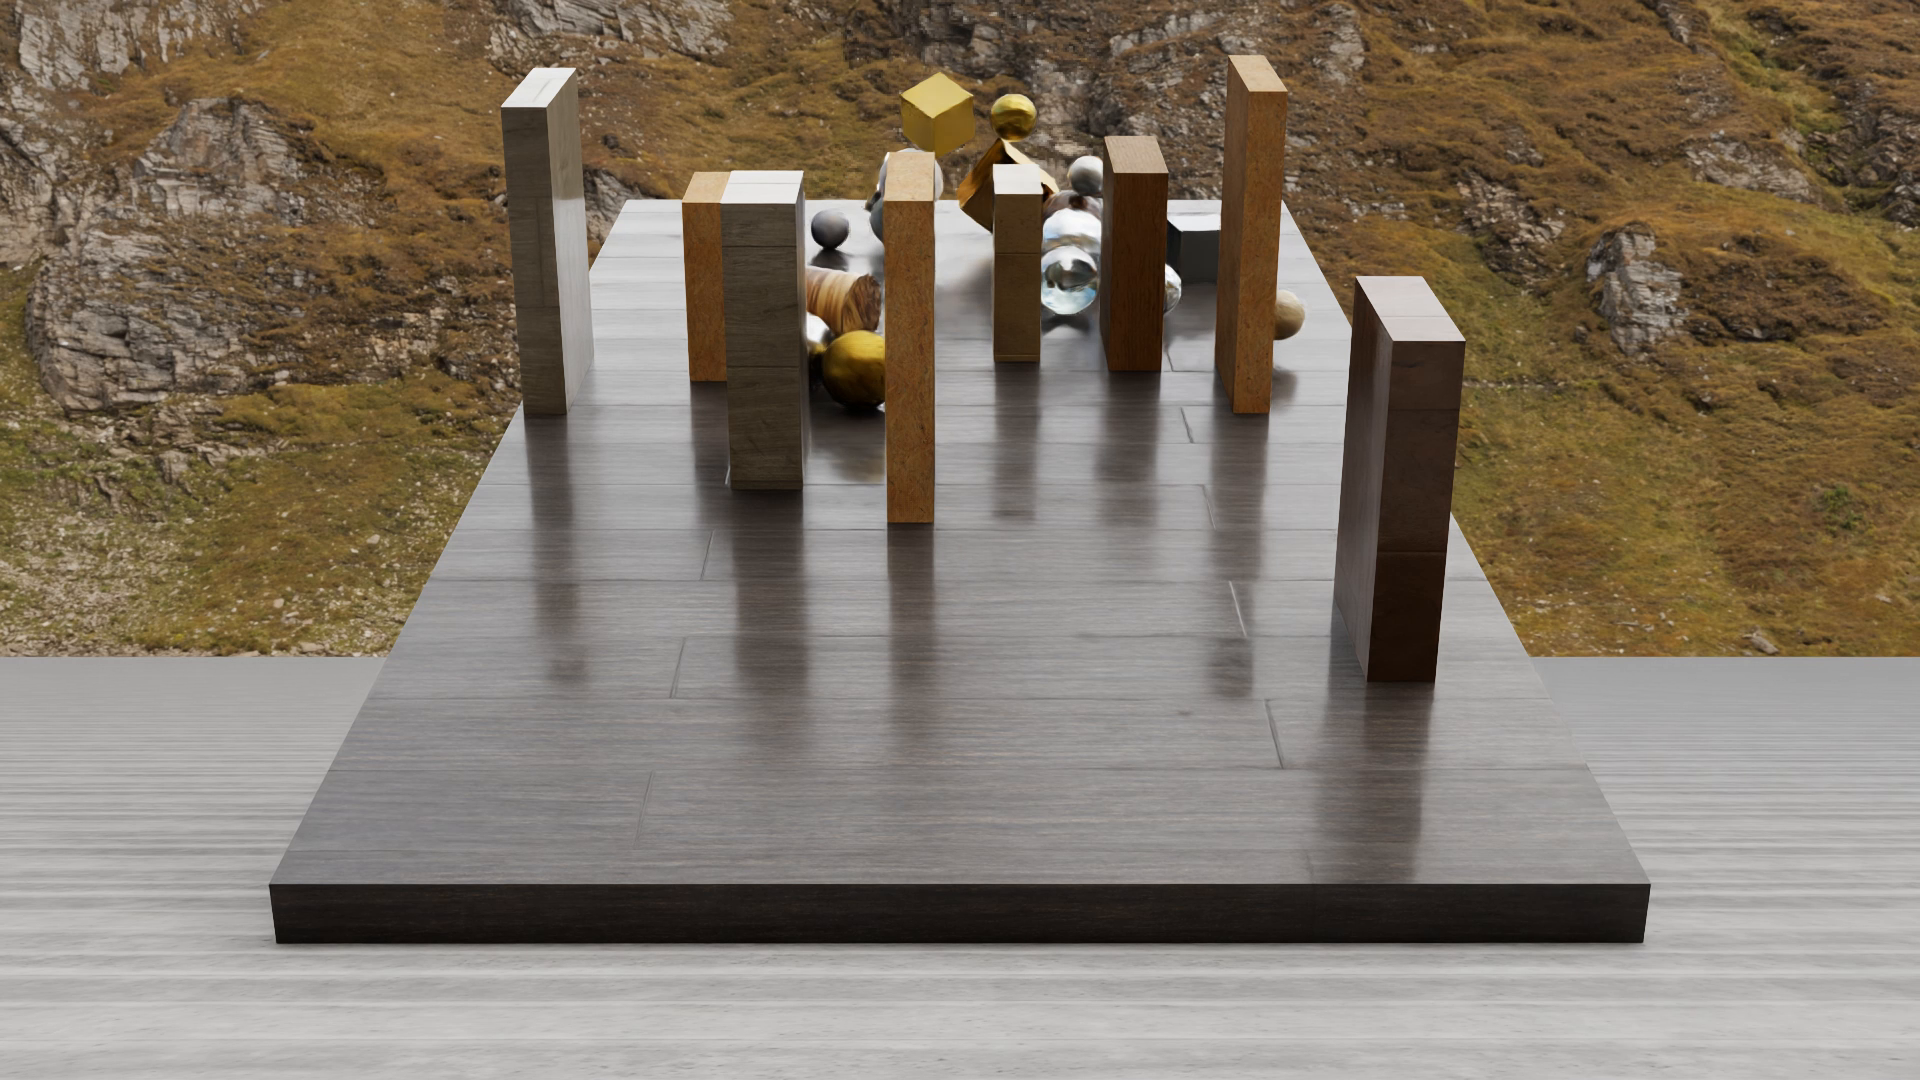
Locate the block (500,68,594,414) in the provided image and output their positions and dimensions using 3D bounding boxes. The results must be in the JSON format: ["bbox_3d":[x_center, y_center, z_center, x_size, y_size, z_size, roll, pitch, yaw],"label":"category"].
[{"bbox_3d":[-0.938,-0.689,5.276,0.098,0.698,0.431,0,23,0],"label":"block"}]

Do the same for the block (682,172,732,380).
[{"bbox_3d":[-0.565,-0.630,5.486,0.145,0.429,0.295,0,23,0],"label":"block"}]

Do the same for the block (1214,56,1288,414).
[{"bbox_3d":[0.661,-0.704,5.276,0.083,0.731,0.407,0,23,0],"label":"block"}]

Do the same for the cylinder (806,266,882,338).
[{"bbox_3d":[-0.321,-0.571,5.659,0.186,0.186,0.186,12,3,26],"label":"cylinder"}]

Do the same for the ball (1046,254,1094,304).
[{"bbox_3d":[0.285,-0.677,5.988,0.127,0.127,0.127,0,-3,0],"label":"ball"}]

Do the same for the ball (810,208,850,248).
[{"bbox_3d":[-0.367,-0.878,6.500,0.111,0.111,0.111,0,-3,0],"label":"ball"}]

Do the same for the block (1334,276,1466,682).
[{"bbox_3d":[0.756,-0.111,4.006,0.117,0.611,0.374,0,23,0],"label":"block"}]

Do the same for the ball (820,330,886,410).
[{"bbox_3d":[-0.225,-0.385,5.223,0.180,0.180,0.180,0,-3,0],"label":"ball"}]

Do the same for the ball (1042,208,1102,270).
[{"bbox_3d":[0.297,-0.785,6.158,0.203,0.203,0.203,0,-3,0],"label":"ball"}]

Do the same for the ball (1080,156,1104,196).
[{"bbox_3d":[0.362,-1.020,6.464,0.117,0.117,0.117,0,-3,0],"label":"ball"}]

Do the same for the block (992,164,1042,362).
[{"bbox_3d":[0.137,-0.678,5.626,0.113,0.413,0.290,0,23,0],"label":"block"}]

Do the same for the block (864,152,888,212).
[{"bbox_3d":[-0.183,-1.011,6.640,0.130,0.130,0.130,20,-24,-12],"label":"block"}]

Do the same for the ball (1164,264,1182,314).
[{"bbox_3d":[0.502,-0.644,5.910,0.134,0.134,0.134,0,-3,0],"label":"ball"}]

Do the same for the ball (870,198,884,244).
[{"bbox_3d":[-0.180,-0.904,6.512,0.150,0.150,0.150,0,-3,0],"label":"ball"}]

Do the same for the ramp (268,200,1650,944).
[{"bbox_3d":[-0.007,-0.224,5.200,2.000,0.100,4.000,0,23,0],"label":"ramp"}]

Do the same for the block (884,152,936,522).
[{"bbox_3d":[-0.099,-0.415,4.675,0.094,0.657,0.401,0,23,0],"label":"block"}]

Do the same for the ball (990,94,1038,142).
[{"bbox_3d":[0.151,-1.190,6.494,0.135,0.135,0.135,0,-3,0],"label":"ball"}]

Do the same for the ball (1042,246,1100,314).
[{"bbox_3d":[0.269,-0.657,5.840,0.173,0.173,0.173,0,-3,0],"label":"ball"}]

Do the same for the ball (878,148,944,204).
[{"bbox_3d":[-0.135,-0.986,6.346,0.180,0.180,0.180,0,-3,0],"label":"ball"}]

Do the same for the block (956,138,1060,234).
[{"bbox_3d":[0.135,-0.976,6.500,0.201,0.201,0.201,36,17,-18],"label":"block"}]

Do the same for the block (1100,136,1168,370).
[{"bbox_3d":[0.418,-0.701,5.595,0.126,0.480,0.386,0,23,0],"label":"block"}]

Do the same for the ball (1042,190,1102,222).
[{"bbox_3d":[0.304,-0.865,6.354,0.200,0.200,0.200,0,-3,0],"label":"ball"}]

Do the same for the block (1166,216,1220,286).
[{"bbox_3d":[0.645,-0.784,6.229,0.148,0.148,0.148,-4,23,-10],"label":"block"}]

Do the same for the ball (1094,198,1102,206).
[{"bbox_3d":[0.389,-0.900,6.496,0.129,0.129,0.129,0,-3,0],"label":"ball"}]

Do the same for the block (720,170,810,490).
[{"bbox_3d":[-0.400,-0.437,4.791,0.149,0.606,0.270,0,23,0],"label":"block"}]

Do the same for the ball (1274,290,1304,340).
[{"bbox_3d":[0.776,-0.547,5.605,0.124,0.124,0.124,0,-3,0],"label":"ball"}]

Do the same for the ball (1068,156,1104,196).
[{"bbox_3d":[0.347,-0.989,6.264,0.108,0.108,0.108,0,-3,0],"label":"ball"}]

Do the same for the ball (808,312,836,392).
[{"bbox_3d":[-0.377,-0.434,5.322,0.193,0.193,0.193,0,-3,0],"label":"ball"}]

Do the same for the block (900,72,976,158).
[{"bbox_3d":[-0.065,-1.240,6.735,0.151,0.151,0.151,-34,55,-22],"label":"block"}]
